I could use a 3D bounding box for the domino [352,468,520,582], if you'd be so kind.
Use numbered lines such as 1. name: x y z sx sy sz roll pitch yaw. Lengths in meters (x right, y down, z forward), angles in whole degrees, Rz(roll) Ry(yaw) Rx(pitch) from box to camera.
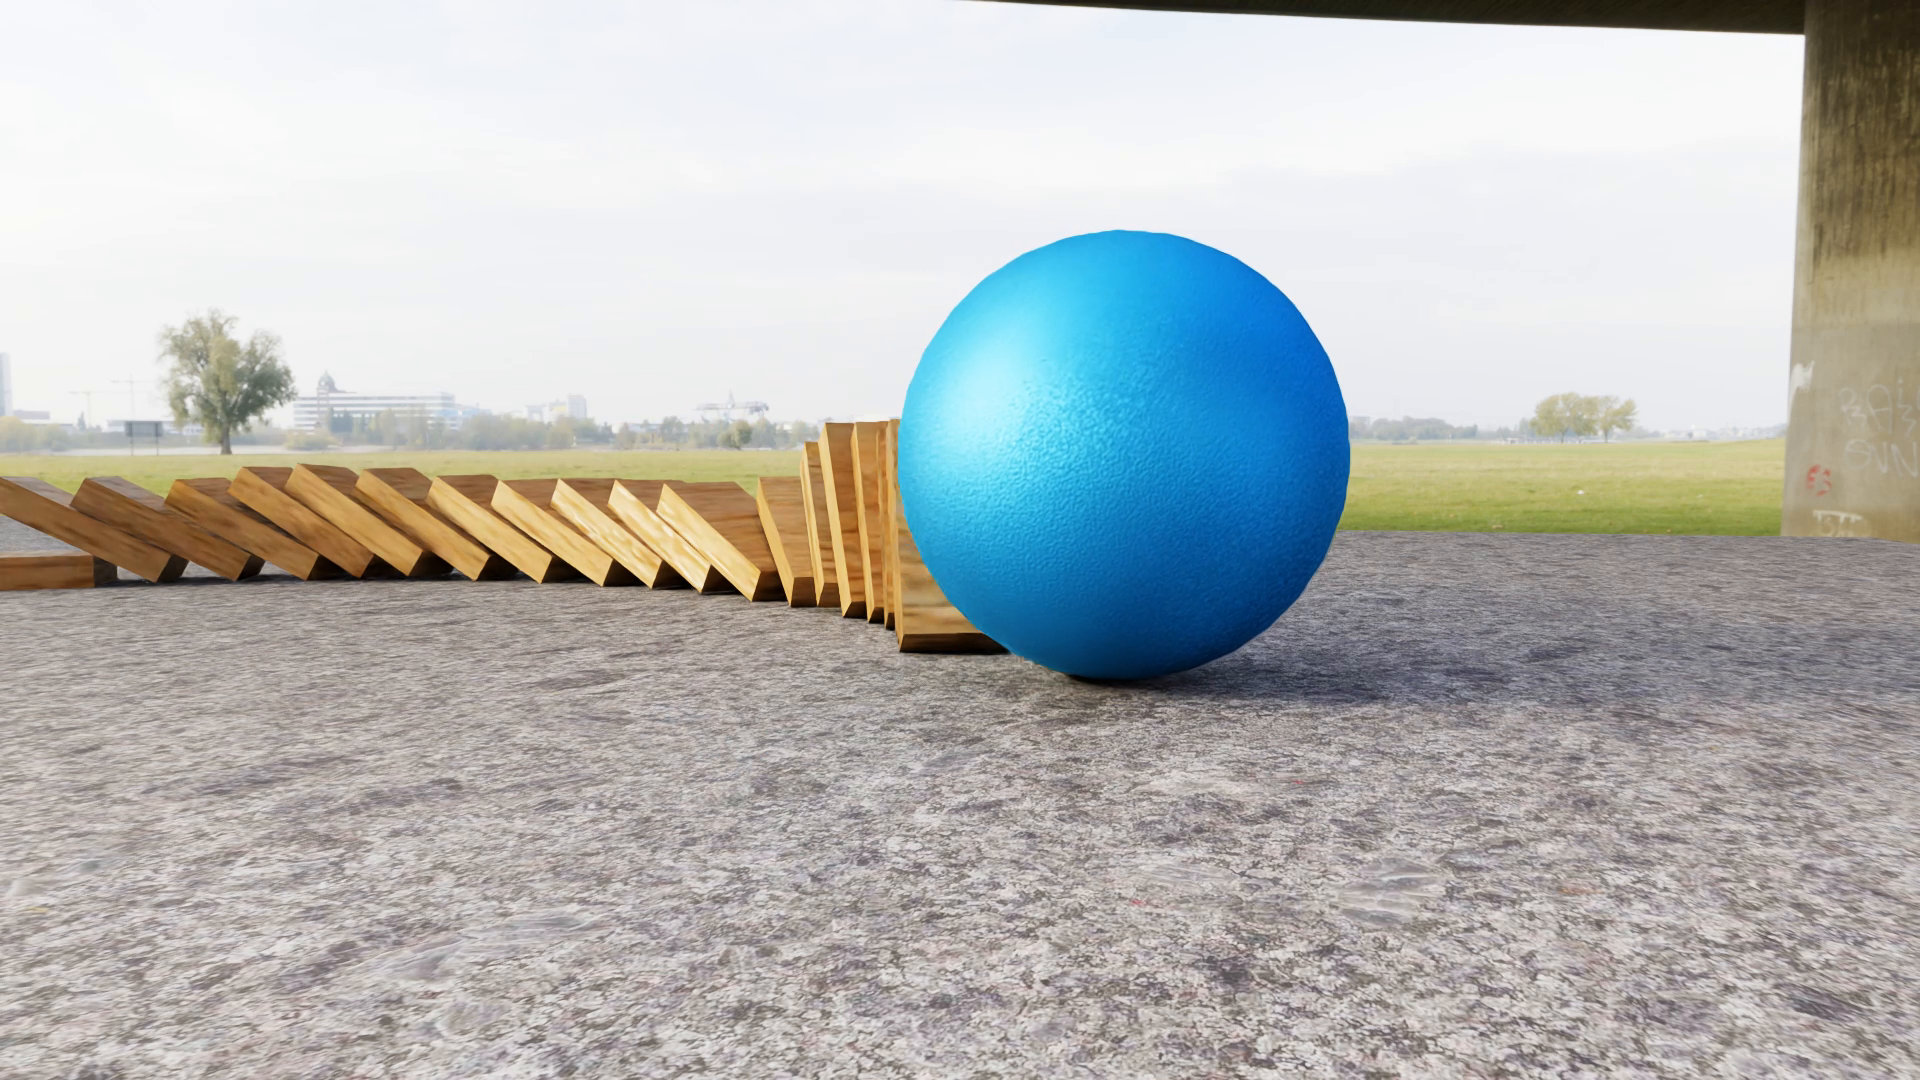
1. domino: -0.166 -0.006 0.411 0.050 0.009 0.025 33 9 7

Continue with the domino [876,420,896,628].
1. domino: -0.006 -0.004 0.304 0.025 0.050 0.009 -1 -26 -8

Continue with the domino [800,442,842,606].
1. domino: -0.027 -0.005 0.341 0.025 0.010 0.050 2 48 -18

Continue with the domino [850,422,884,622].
1. domino: -0.012 -0.005 0.315 0.025 0.050 0.009 -1 -26 -14

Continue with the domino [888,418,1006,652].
1. domino: -0.001 -0.002 0.272 0.025 0.050 0.009 -1 -26 -8

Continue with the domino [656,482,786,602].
1. domino: -0.062 -0.001 0.368 0.025 0.009 0.050 -5 33 -47

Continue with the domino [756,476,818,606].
1. domino: -0.039 -0.001 0.355 0.025 0.009 0.050 -1 34 -21

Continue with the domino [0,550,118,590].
1. domino: -0.285 0.009 0.384 0.050 0.009 0.025 -2 5 -19

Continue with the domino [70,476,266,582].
1. domino: -0.245 -0.004 0.401 0.050 0.009 0.025 28 -3 -14

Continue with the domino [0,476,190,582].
1. domino: -0.264 -0.003 0.392 0.050 0.010 0.025 29 -6 -16

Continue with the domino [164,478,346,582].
1. domino: -0.222 -0.004 0.410 0.050 0.010 0.025 28 5 0

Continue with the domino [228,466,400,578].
1. domino: -0.204 -0.006 0.411 0.050 0.010 0.025 33 5 2

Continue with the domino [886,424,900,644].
1. domino: -0.002 -0.003 0.282 0.025 0.050 0.009 -1 -26 -8

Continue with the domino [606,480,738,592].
1. domino: -0.080 -0.002 0.383 0.050 0.009 0.025 36 24 33

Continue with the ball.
1. ball: 0.029 -0.015 0.231 0.080 0.080 0.080 0 4 0

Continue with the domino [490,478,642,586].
1. domino: -0.119 -0.003 0.401 0.050 0.009 0.025 31 17 21

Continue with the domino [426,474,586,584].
1. domino: -0.142 -0.004 0.408 0.050 0.009 0.025 32 14 16

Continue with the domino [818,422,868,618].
1. domino: -0.020 -0.006 0.325 0.025 0.050 0.010 -2 -26 -19

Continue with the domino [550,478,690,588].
1. domino: -0.100 -0.003 0.394 0.050 0.010 0.025 34 20 27

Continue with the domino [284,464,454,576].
1. domino: -0.187 -0.006 0.411 0.050 0.009 0.025 33 5 7

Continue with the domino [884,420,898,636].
1. domino: -0.003 -0.003 0.293 0.025 0.050 0.009 -1 -26 -8
